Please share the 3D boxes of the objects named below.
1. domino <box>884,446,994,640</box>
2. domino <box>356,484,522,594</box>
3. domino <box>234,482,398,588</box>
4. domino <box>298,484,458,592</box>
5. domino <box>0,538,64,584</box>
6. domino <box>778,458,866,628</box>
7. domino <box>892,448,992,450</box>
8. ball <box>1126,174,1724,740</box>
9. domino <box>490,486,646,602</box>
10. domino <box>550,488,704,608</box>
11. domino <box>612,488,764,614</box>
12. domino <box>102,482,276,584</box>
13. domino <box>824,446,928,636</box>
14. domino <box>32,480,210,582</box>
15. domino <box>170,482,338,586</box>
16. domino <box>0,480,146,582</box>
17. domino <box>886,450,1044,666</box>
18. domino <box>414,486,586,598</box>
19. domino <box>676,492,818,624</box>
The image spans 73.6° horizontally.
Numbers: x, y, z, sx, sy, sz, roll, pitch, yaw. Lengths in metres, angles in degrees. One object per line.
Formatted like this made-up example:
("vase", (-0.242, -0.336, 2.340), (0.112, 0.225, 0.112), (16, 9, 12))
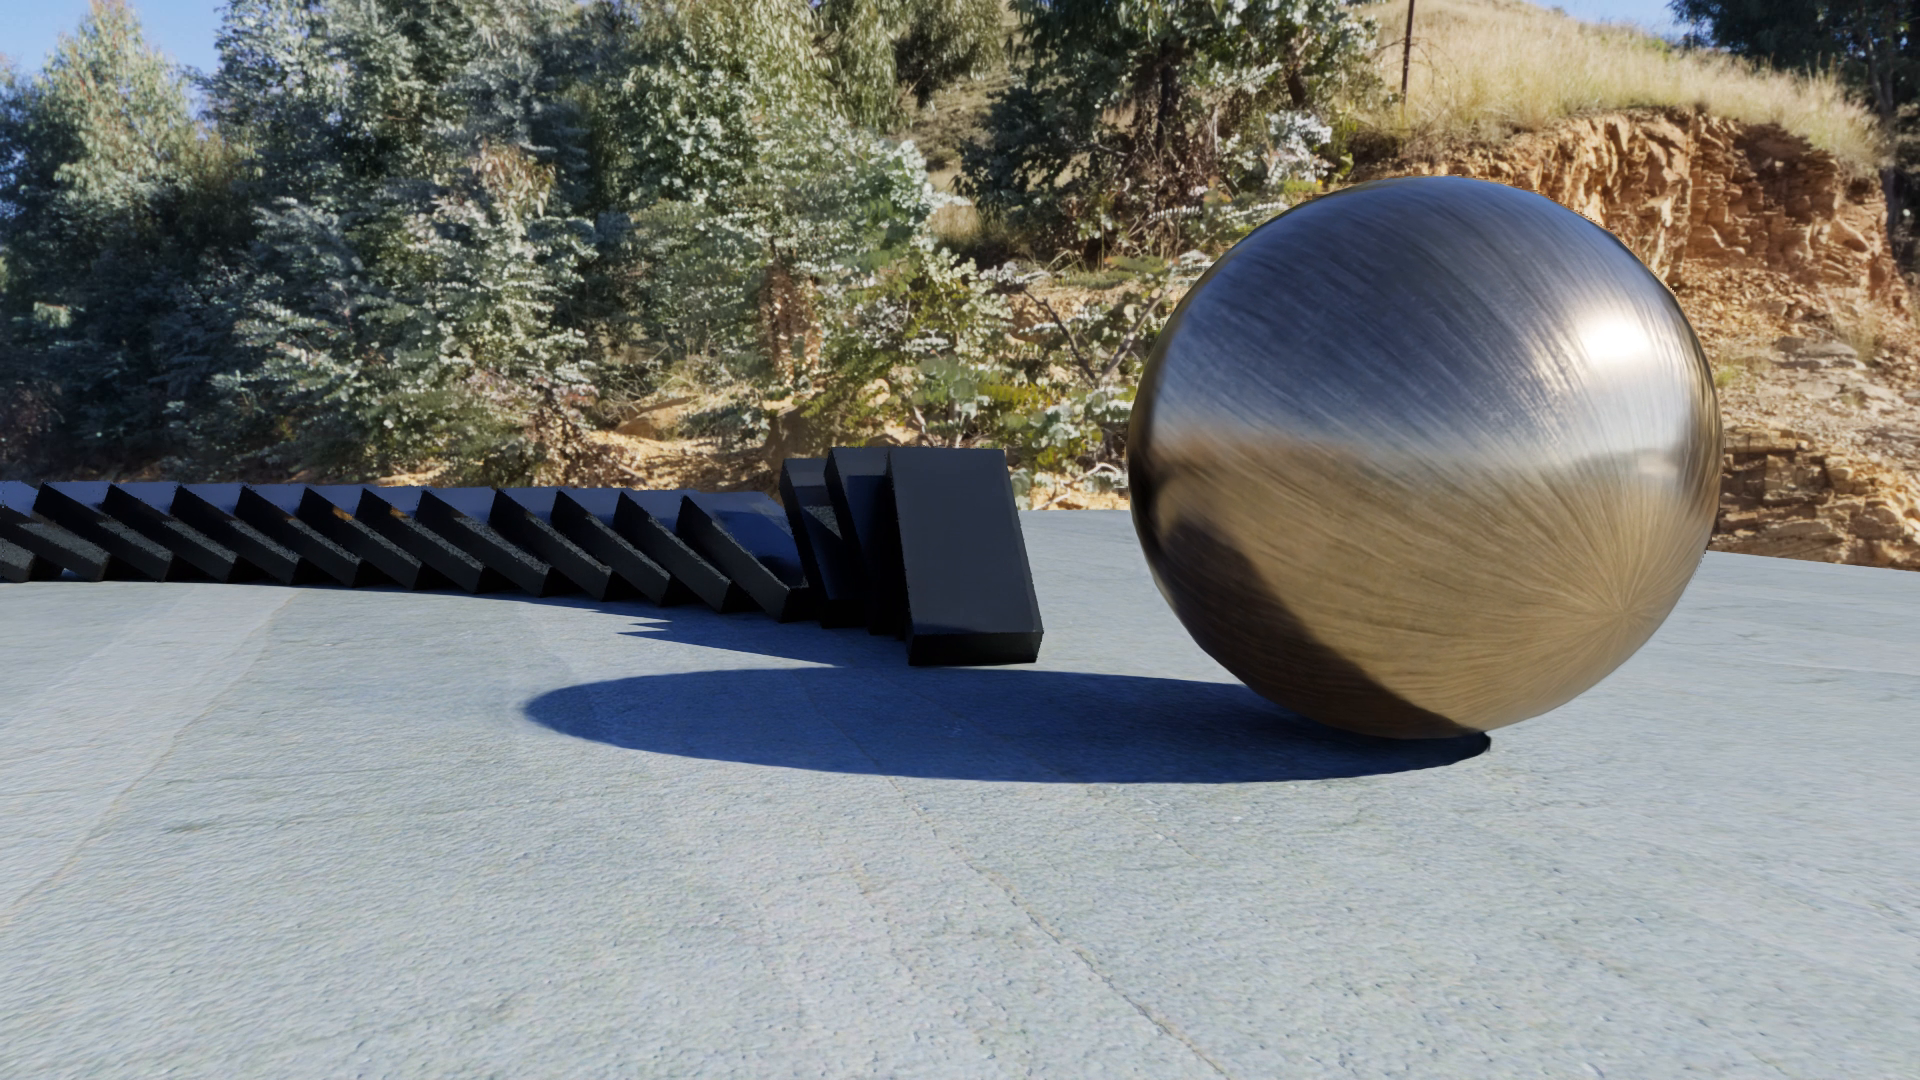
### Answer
("domino", (-0.003, 0.000, 0.289), (0.025, 0.010, 0.050), (1, 48, -9))
("domino", (-0.151, -0.001, 0.381), (0.050, 0.010, 0.025), (28, 15, 19))
("domino", (-0.195, -0.002, 0.396), (0.050, 0.010, 0.025), (28, 13, 16))
("domino", (-0.173, -0.002, 0.390), (0.050, 0.010, 0.025), (28, 14, 19))
("domino", (-0.309, -0.003, 0.399), (0.050, 0.009, 0.025), (26, -1, -11))
("domino", (-0.026, 0.000, 0.314), (0.025, 0.009, 0.050), (-2, 44, -22))
("domino", (-0.001, 0.001, 0.276), (0.025, 0.010, 0.050), (0, 48, -10))
("ball", (0.064, -0.011, 0.186), (0.080, 0.080, 0.080), (0, 4, 0))
("domino", (-0.107, 0.000, 0.365), (0.050, 0.010, 0.025), (31, 19, 26))
("domino", (-0.087, 0.001, 0.354), (0.050, 0.010, 0.025), (32, 21, 30))
("domino", (-0.067, 0.002, 0.341), (0.050, 0.009, 0.025), (34, 24, 34))
("domino", (-0.240, -0.003, 0.405), (0.050, 0.009, 0.025), (27, 10, 10))
("domino", (-0.014, -0.001, 0.302), (0.025, 0.009, 0.050), (-2, 49, -22))
("domino", (-0.263, -0.003, 0.408), (0.050, 0.010, 0.025), (27, 8, 7))
("domino", (-0.217, -0.003, 0.401), (0.050, 0.009, 0.025), (27, 11, 13))
("domino", (-0.286, -0.003, 0.406), (0.050, 0.009, 0.025), (26, 4, -1))
("domino", (0.000, 0.002, 0.262), (0.025, 0.009, 0.050), (-1, 48, -10))
("domino", (-0.130, 0.000, 0.373), (0.050, 0.009, 0.025), (28, 15, 20))
("domino", (-0.048, 0.003, 0.326), (0.025, 0.009, 0.050), (-4, 31, -44))
